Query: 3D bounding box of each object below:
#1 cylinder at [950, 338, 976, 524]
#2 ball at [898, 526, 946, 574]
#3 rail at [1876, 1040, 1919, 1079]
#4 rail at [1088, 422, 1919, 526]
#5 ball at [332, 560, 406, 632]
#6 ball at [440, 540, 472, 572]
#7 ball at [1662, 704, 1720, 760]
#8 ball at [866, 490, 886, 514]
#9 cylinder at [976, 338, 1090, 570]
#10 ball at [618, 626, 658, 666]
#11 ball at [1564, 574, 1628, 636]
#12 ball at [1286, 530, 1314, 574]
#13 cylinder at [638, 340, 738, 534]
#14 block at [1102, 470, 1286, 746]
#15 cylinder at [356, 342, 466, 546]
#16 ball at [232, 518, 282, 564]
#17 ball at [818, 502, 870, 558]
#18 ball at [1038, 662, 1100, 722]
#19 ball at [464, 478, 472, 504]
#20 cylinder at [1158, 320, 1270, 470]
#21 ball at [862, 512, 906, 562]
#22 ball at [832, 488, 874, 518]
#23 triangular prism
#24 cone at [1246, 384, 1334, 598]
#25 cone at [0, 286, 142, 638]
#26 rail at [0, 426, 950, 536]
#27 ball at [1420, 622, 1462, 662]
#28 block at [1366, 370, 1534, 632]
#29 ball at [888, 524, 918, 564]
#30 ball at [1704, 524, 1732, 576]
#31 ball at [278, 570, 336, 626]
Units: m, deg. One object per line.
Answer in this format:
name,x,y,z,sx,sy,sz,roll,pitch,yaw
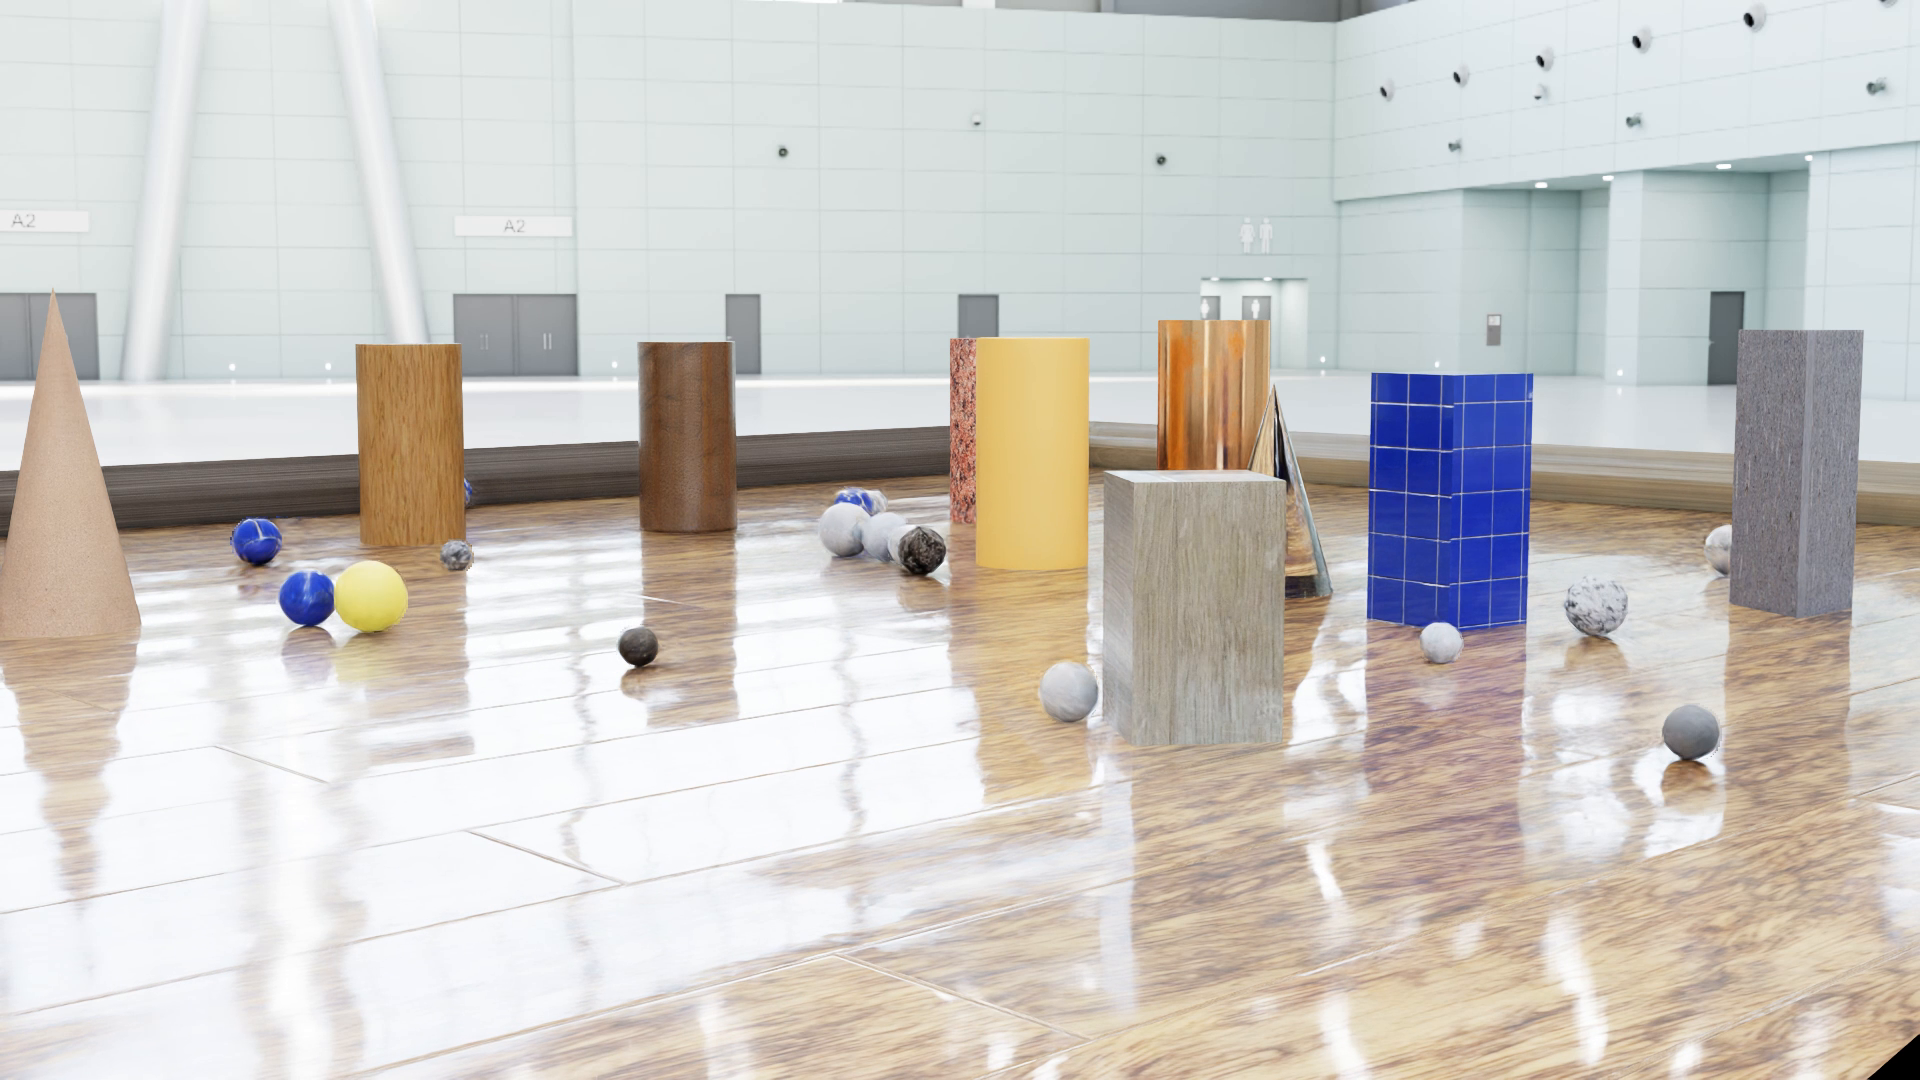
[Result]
cylinder,0.078,-0.235,4.685,0.199,0.386,0.199,0,6,0
ball,-0.065,0.018,3.723,0.081,0.081,0.081,0,6,0
rail,1.359,0.186,1.867,4.598,0.129,0.045,-5,8,-42
rail,1.672,-0.126,4.866,0.045,0.129,4.055,-5,8,-42
ball,-0.821,0.078,3.060,0.099,0.099,0.099,0,6,0
ball,-0.864,0.027,3.769,0.053,0.053,0.053,0,6,0
ball,0.728,0.191,2.189,0.054,0.054,0.054,0,6,0
ball,-0.188,-0.077,4.732,0.062,0.062,0.062,0,6,0
cylinder,0.127,-0.156,3.870,0.199,0.397,0.199,0,6,0
ball,-0.404,0.133,2.763,0.051,0.051,0.051,0,6,0
ball,0.875,0.089,3.022,0.085,0.085,0.085,0,6,0
ball,0.567,0.020,3.744,0.072,0.072,0.072,0,6,0
cylinder,-0.557,-0.214,4.496,0.199,0.383,0.199,0,6,0
block,0.245,0.067,2.333,0.159,0.271,0.159,-1,6,-7
cylinder,-1.063,-0.189,4.257,0.199,0.382,0.199,0,6,0
ball,-1.235,0.002,3.867,0.083,0.083,0.083,0,6,0
ball,-0.206,-0.018,3.986,0.099,0.099,0.099,0,6,0
ball,0.118,0.165,2.387,0.066,0.066,0.066,0,6,0
ball,-1.135,-0.107,4.927,0.081,0.081,0.081,0,6,0
cylinder,0.453,-0.179,3.937,0.199,0.428,0.199,0,6,0
ball,-0.132,-0.006,3.921,0.088,0.088,0.088,0,6,0
ball,-0.217,-0.064,4.487,0.086,0.086,0.086,0,6,0
triangular prism,1.229,-0.105,3.287,0.149,0.416,0.172,6,8,45
cone,0.497,-0.085,3.499,0.199,0.333,0.199,0,6,0
cone,-1.261,-0.115,3.082,0.199,0.480,0.199,0,6,0
rail,-1.359,-0.119,4.796,4.598,0.129,0.045,-5,8,-42
ball,0.610,0.130,2.792,0.052,0.052,0.052,0,6,0
block,0.699,-0.060,3.144,0.159,0.357,0.159,-4,7,-34
ball,-0.089,0.009,3.849,0.073,0.073,0.073,0,6,0
ball,1.301,0.017,3.712,0.086,0.086,0.086,0,6,0
ball,-0.923,0.082,3.115,0.081,0.081,0.081,0,6,0
